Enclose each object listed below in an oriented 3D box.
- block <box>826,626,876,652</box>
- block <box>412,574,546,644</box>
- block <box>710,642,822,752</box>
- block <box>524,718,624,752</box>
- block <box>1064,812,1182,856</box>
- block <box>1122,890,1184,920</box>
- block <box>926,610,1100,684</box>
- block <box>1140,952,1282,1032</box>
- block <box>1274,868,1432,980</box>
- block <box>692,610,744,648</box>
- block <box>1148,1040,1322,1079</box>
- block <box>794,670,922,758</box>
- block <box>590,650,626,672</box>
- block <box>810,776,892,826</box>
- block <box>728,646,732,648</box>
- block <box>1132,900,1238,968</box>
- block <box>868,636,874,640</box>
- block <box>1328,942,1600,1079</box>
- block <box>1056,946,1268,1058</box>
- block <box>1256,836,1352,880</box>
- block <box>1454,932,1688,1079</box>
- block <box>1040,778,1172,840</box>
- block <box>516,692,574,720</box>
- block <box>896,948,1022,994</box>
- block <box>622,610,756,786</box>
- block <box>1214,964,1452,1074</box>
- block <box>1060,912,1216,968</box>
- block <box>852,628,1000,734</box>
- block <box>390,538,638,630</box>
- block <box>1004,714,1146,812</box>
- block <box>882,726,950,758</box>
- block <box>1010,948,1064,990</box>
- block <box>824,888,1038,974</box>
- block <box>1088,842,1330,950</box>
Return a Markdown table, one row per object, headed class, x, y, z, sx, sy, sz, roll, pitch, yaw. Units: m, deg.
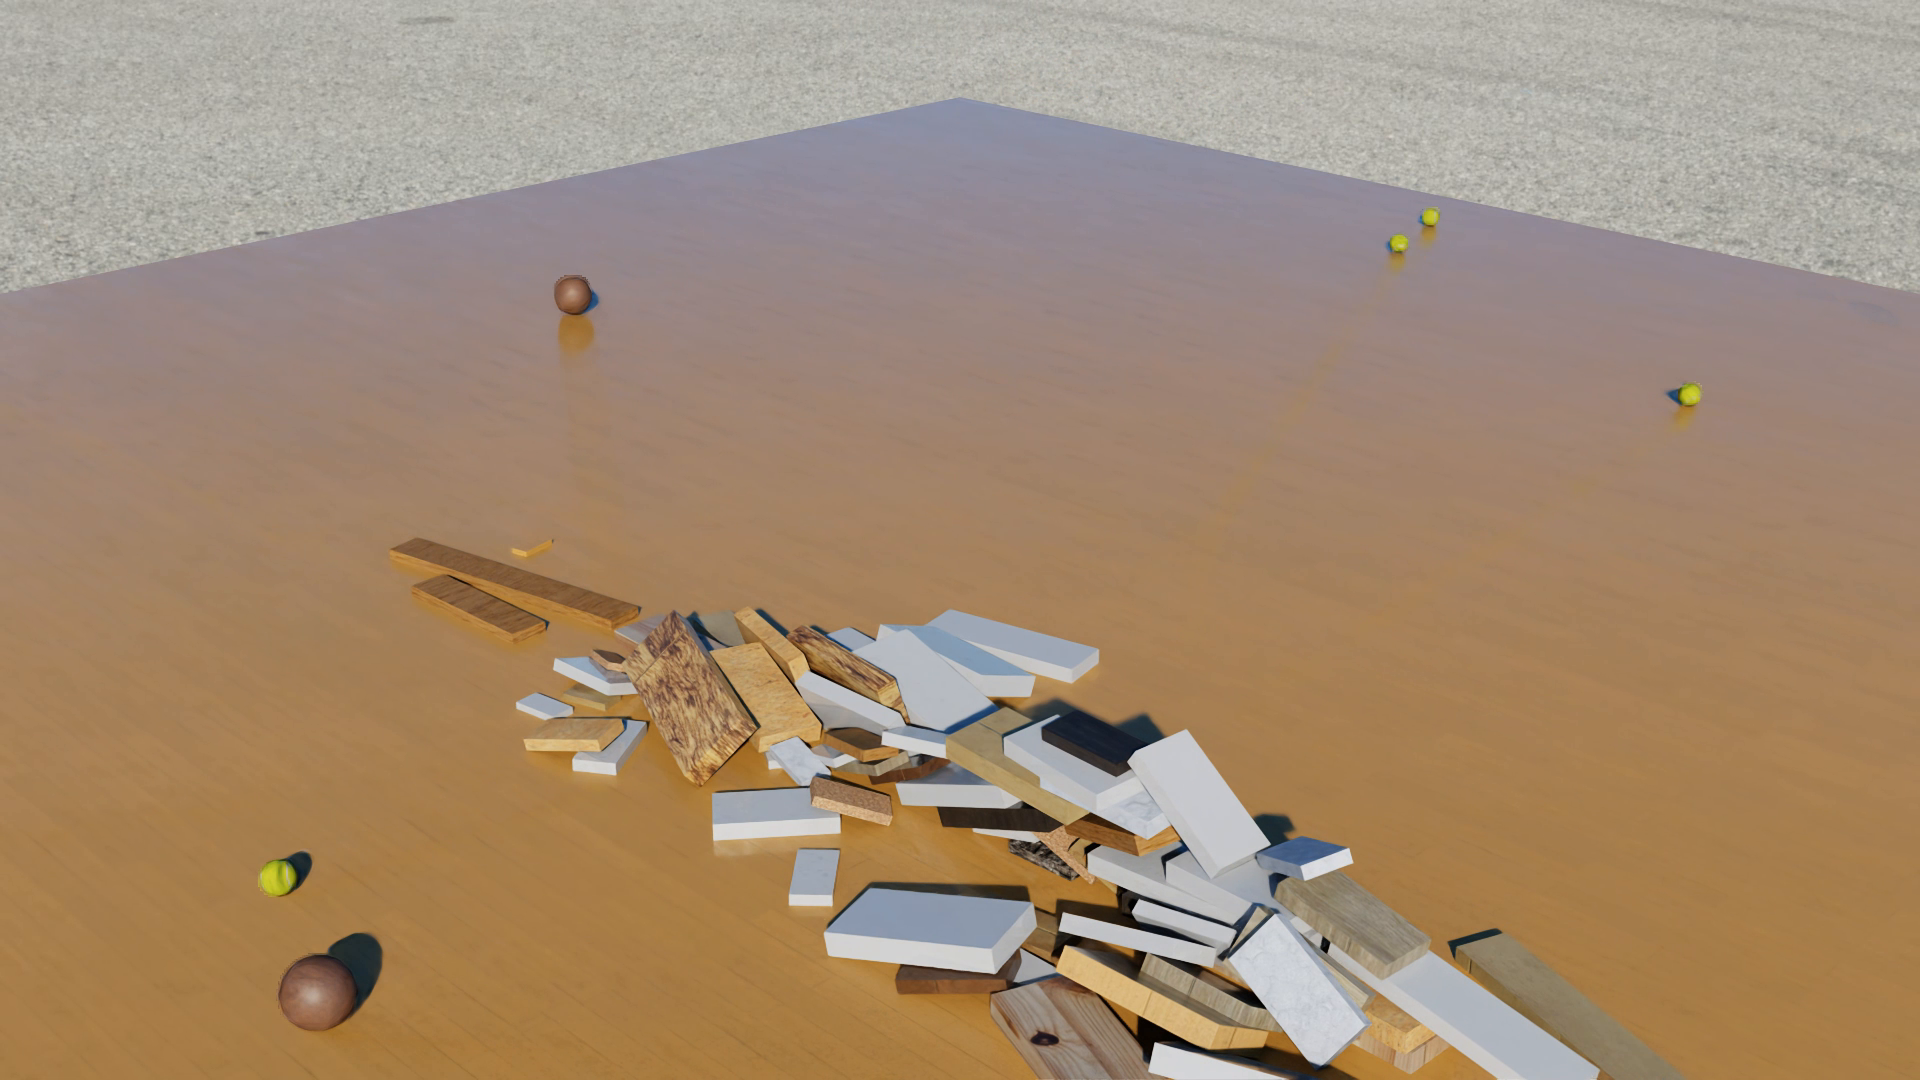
| class | x | y | z | sx | sy | sz | roll | pitch | yaw |
| --- | --- | --- | --- | --- | --- | --- | --- | --- | --- |
| block | -0.223 | 0.270 | 4.953 | 0.126 | 0.036 | 0.252 | -18 | 29 | -36 |
| block | -1.171 | 0.166 | 5.335 | 0.410 | 0.027 | 0.096 | 20 | 30 | 39 |
| block | -0.437 | 0.338 | 4.780 | 0.144 | 0.041 | 0.322 | -10 | 36 | -28 |
| block | -0.824 | 0.415 | 4.693 | 0.192 | 0.027 | 0.096 | -2 | 22 | 26 |
| block | 0.324 | 0.531 | 4.146 | 0.144 | 0.041 | 0.287 | -19 | 9 | -23 |
| block | 0.462 | 0.677 | 4.007 | 0.299 | 0.042 | 0.149 | 14 | 26 | 35 |
| block | 0.114 | 0.246 | 5.136 | 0.410 | 0.036 | 0.126 | 14 | 27 | 30 |
| block | 0.438 | 0.780 | 3.792 | 0.237 | 0.034 | 0.118 | 20 | -2 | 45 |
| block | 0.673 | 0.650 | 3.777 | 0.122 | 0.035 | 0.245 | -19 | 41 | -38 |
| block | -0.548 | 0.222 | 5.204 | 0.096 | 0.027 | 0.193 | -13 | 26 | -28 |
| block | 0.488 | 0.874 | 3.537 | 0.334 | 0.047 | 0.167 | 11 | -7 | 23 |
| block | -0.217 | 0.383 | 4.671 | 0.287 | 0.144 | 0.041 | 21 | 57 | 40 |
| block | -0.801 | 0.277 | 5.041 | 0.058 | 0.017 | 0.117 | 11 | 7 | -31 |
| block | -0.220 | 0.525 | 4.424 | 0.164 | 0.023 | 0.082 | 16 | 20 | -13 |
| block | -0.487 | 0.333 | 4.851 | 0.132 | 0.037 | 0.264 | -17 | 40 | -36 |
| block | 0.412 | 0.704 | 3.905 | 0.203 | 0.102 | 0.029 | 12 | 56 | 38 |
| block | -0.177 | 0.319 | 4.946 | 0.174 | 0.049 | 0.347 | -17 | 28 | -34 |
| block | 0.833 | 0.784 | 3.665 | 0.122 | 0.035 | 0.463 | -21 | 42 | -40 |
| block | 0.342 | 0.785 | 3.747 | 0.334 | 0.047 | 0.167 | 21 | -1 | 40 |
| block | 0.604 | 0.559 | 3.869 | 0.095 | 0.027 | 0.190 | -17 | 4 | -16 |
| block | 1.173 | 0.932 | 3.524 | 0.110 | 0.031 | 1.099 | -10 | 25 | -23 |
| block | 0.290 | 0.463 | 4.073 | 0.264 | 0.037 | 0.132 | 22 | 34 | 40 |
| block | -0.919 | 0.371 | 4.865 | 0.117 | 0.017 | 0.059 | 16 | 28 | 33 |
| block | -0.002 | 0.761 | 3.884 | 0.203 | 0.029 | 0.102 | -4 | 21 | 18 |
| block | -0.590 | 0.334 | 4.742 | 0.171 | 0.048 | 0.498 | -46 | 35 | 2 |
| block | 0.651 | 0.788 | 3.850 | 0.149 | 0.042 | 0.445 | -20 | 30 | -39 |
| block | 0.313 | 0.709 | 3.899 | 0.263 | 0.034 | 0.118 | 4 | -13 | 45 |
| block | -0.071 | 0.335 | 4.778 | 0.174 | 0.049 | 0.347 | -21 | 48 | -39 |
| block | -1.120 | 0.105 | 5.480 | 0.763 | 0.027 | 0.096 | 15 | 27 | 31 |
| block | 0.216 | 0.413 | 4.095 | 0.132 | 0.037 | 0.264 | -20 | 31 | -33 |
| block | -0.054 | 0.415 | 4.483 | 0.190 | 0.027 | 0.095 | 9 | 8 | 30 |
| block | 0.102 | 0.767 | 3.924 | 0.082 | 0.023 | 0.164 | -21 | 31 | -40 |
| block | -0.053 | 0.701 | 3.962 | 0.342 | 0.048 | 0.171 | 0 | 20 | 29 |
| block | 0.464 | 0.637 | 3.995 | 0.481 | 0.041 | 0.144 | 17 | 28 | 40 |
